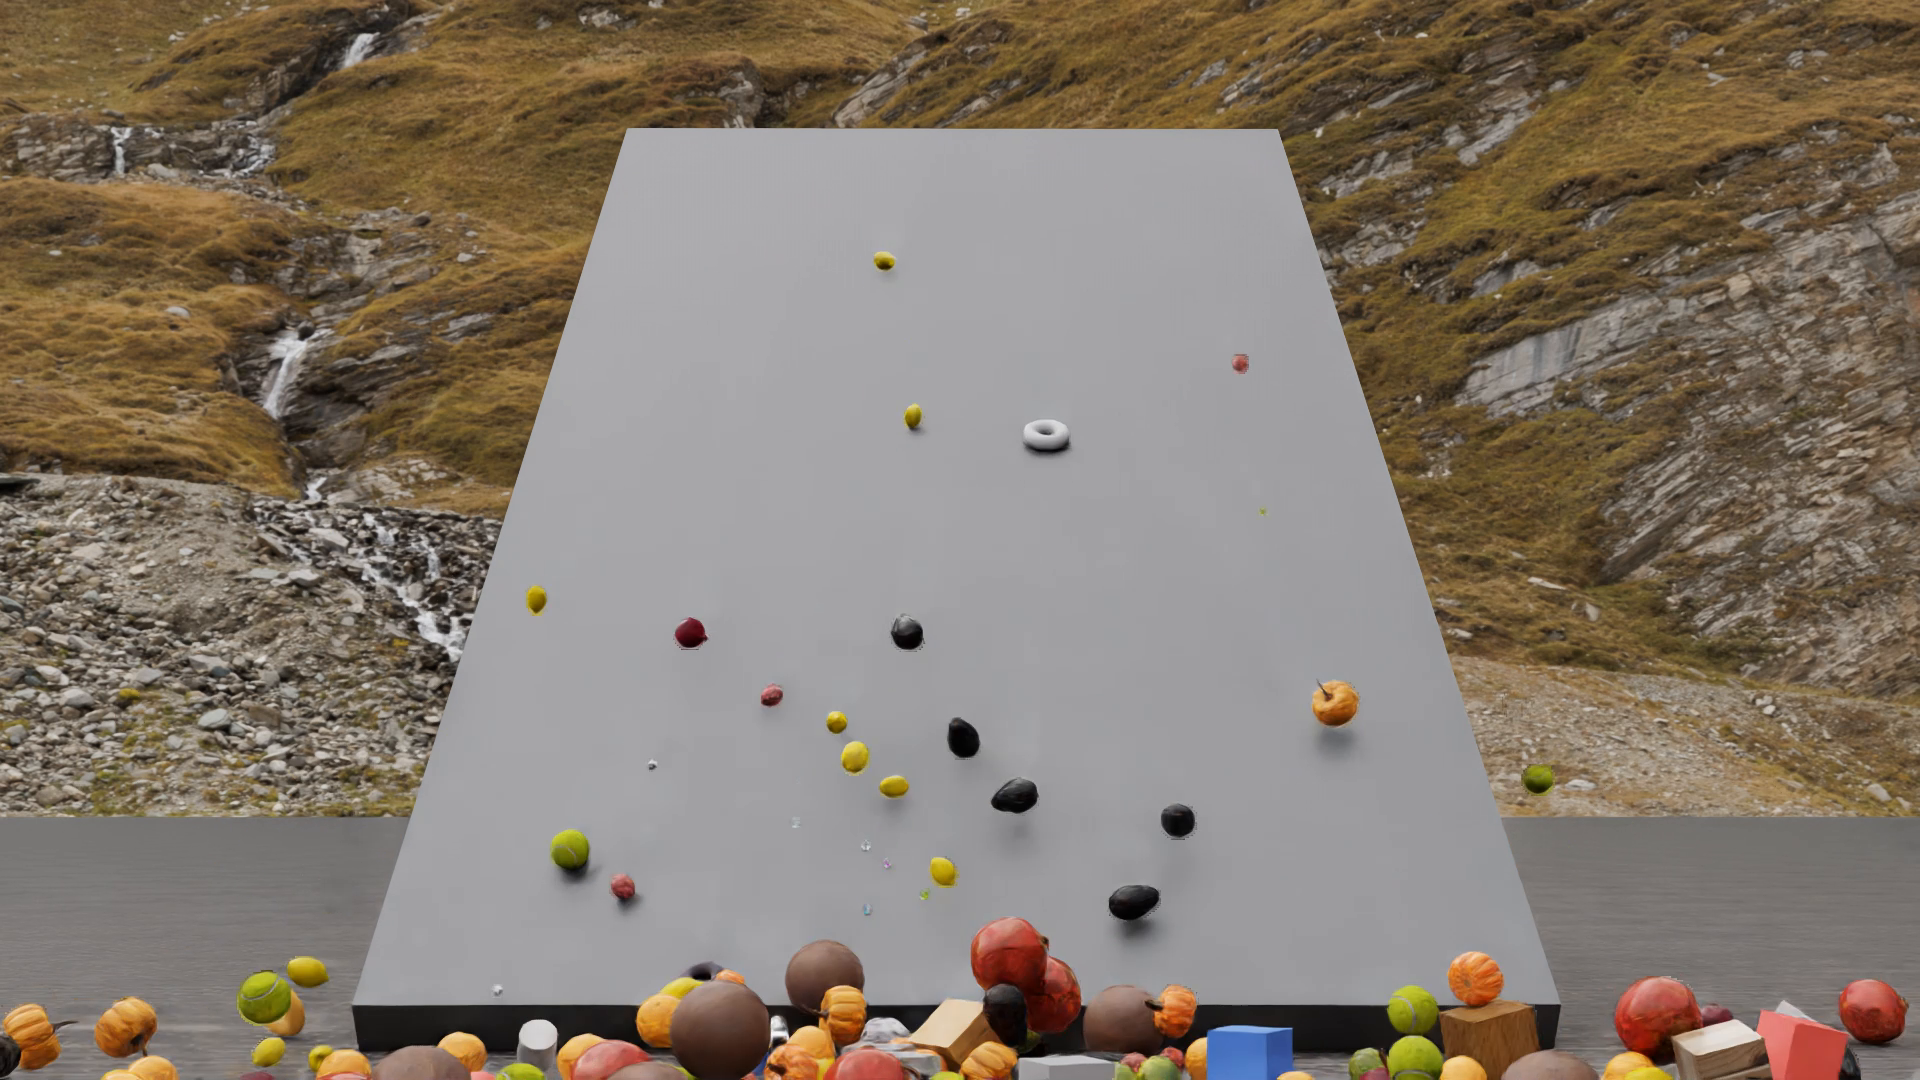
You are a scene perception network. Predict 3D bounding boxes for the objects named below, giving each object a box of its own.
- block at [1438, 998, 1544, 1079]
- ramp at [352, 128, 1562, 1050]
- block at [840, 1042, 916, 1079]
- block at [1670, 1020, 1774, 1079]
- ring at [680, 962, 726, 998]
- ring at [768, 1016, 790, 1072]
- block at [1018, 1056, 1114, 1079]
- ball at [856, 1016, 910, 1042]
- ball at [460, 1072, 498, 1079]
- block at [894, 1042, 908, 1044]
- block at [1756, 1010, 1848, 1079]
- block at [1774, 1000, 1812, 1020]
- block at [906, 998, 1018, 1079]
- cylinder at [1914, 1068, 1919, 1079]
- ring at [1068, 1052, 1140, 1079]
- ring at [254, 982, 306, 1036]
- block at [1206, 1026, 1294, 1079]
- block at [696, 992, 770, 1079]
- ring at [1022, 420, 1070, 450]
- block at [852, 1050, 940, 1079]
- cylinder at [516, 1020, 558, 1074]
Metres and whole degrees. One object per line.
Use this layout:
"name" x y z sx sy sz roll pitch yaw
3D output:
"block" 0.746 0.707 3.405 0.096 0.096 0.096 -11 1 -19
"ramp" -0.014 -0.205 5.756 2.000 0.100 4.000 0 31 0
"block" -0.110 0.726 3.279 0.083 0.083 0.083 -2 -7 15
"block" 0.993 0.690 3.150 0.091 0.091 0.091 -14 5 -3
"ring" -0.429 0.733 4.040 0.078 0.026 0.078 -1 32 0
"ring" -0.275 0.768 3.694 0.029 0.087 0.087 -5 -6 -4
"block" 0.132 0.693 3.015 0.090 0.090 0.090 3 -7 -24
"ball" -0.116 0.769 3.685 0.088 0.088 0.088 0 -6 0
"ball" -0.616 0.714 3.102 0.067 0.067 0.067 0 -6 0
"block" -0.097 0.768 3.548 0.060 0.060 0.060 3 -7 -22
"block" 1.172 0.715 3.389 0.085 0.085 0.085 14 -2 -14
"block" 1.220 0.739 3.585 0.066 0.066 0.066 34 47 19
"block" 0.004 0.713 3.402 0.092 0.092 0.092 -5 29 50
"cylinder" 1.195 0.682 2.943 0.069 0.069 0.069 -10 23 4
"ring" 0.204 0.781 3.581 0.123 0.041 0.123 -1 -7 0
"ring" -1.199 0.828 4.274 0.105 0.105 0.035 -4 22 33
"block" 0.411 0.738 3.428 0.091 0.091 0.091 -4 -8 32
"block" -0.330 0.729 3.534 0.084 0.084 0.084 -15 27 -4
"ring" 0.202 -0.247 5.694 0.111 0.037 0.111 0 32 0
"block" -0.083 0.714 3.164 0.082 0.082 0.082 5 -8 -40
"cylinder" -0.609 0.729 3.491 0.055 0.055 0.055 2 -48 -14
